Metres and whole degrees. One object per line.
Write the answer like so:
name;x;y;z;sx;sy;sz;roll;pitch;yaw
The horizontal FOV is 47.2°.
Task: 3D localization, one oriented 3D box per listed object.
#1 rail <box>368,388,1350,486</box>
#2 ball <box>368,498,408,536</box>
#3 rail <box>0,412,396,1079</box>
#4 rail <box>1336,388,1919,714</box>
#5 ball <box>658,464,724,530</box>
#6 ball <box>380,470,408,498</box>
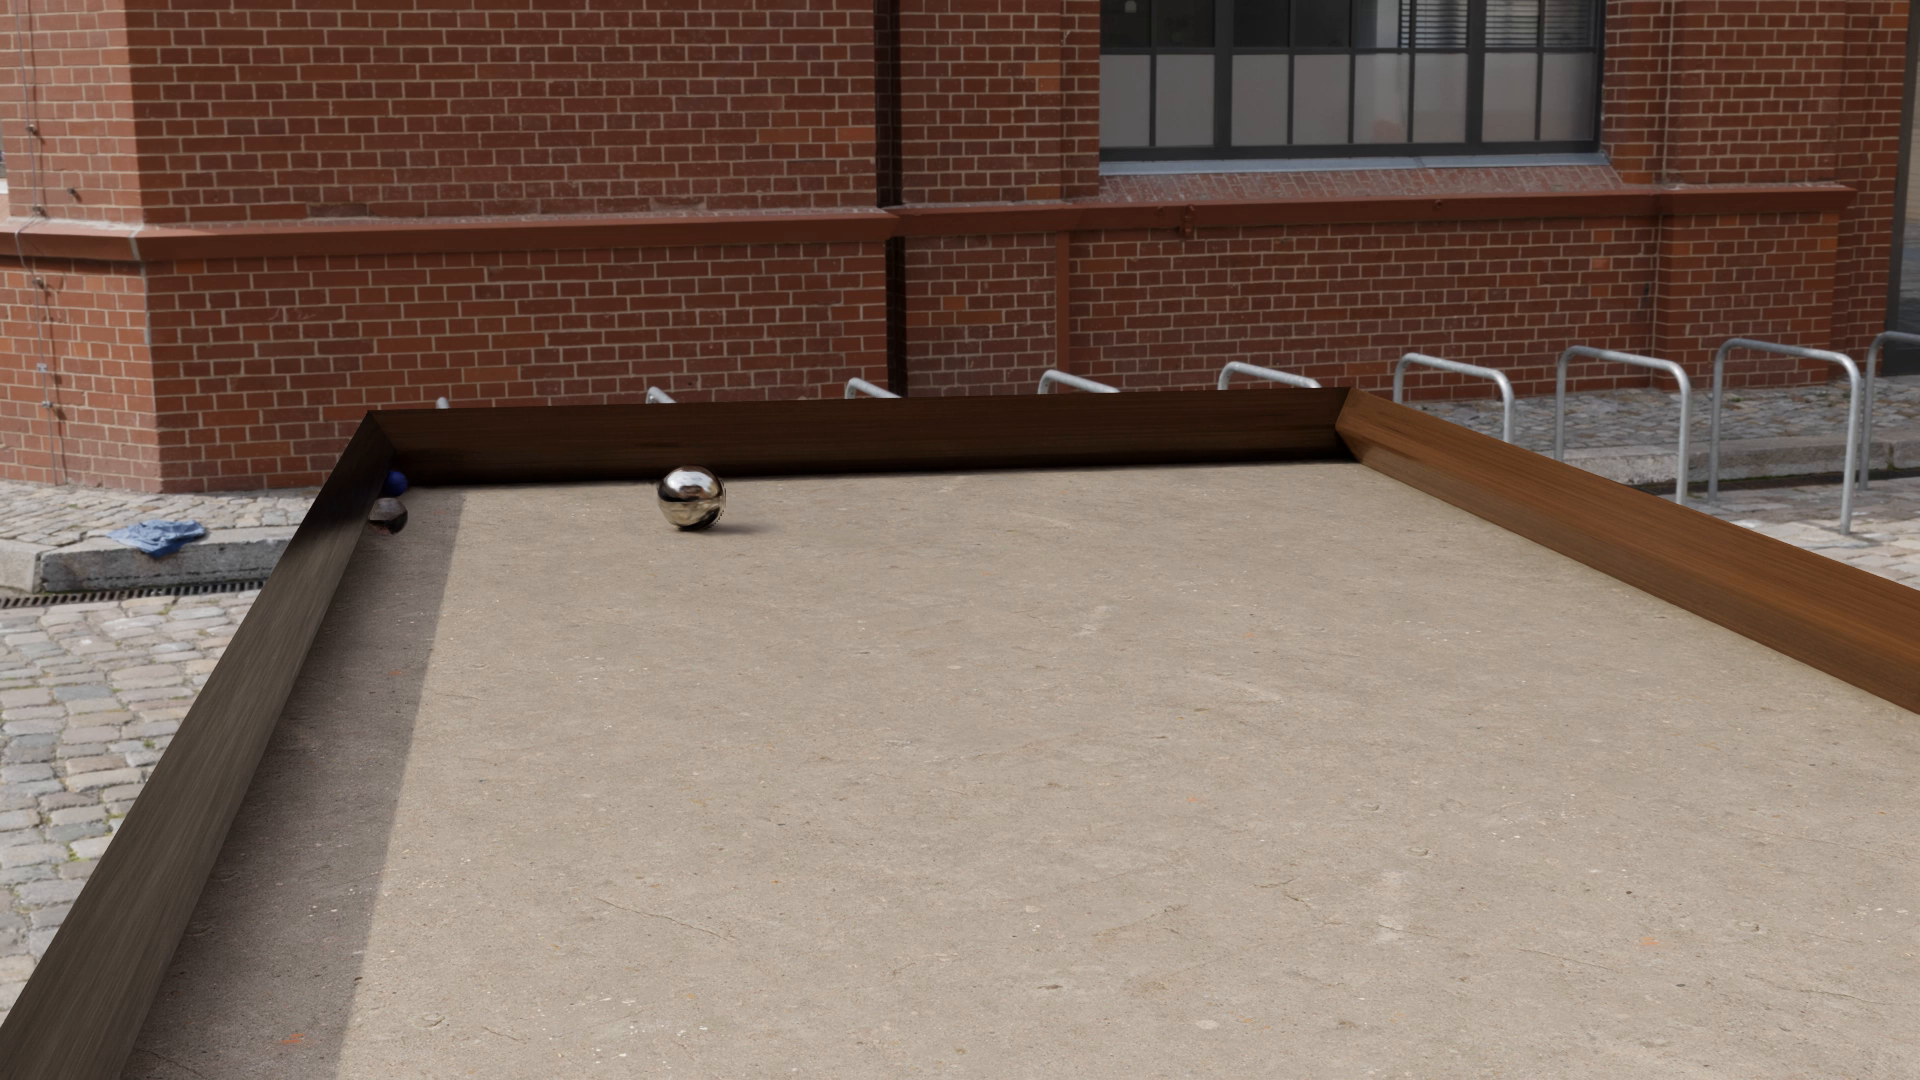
rail;-0.135;-0.177;3.772;1.708;0.127;0.045;-2;11;-10
ball;-0.843;-0.034;3.240;0.058;0.058;0.058;0;11;0
rail;-0.678;0.149;2.144;0.045;0.127;3.122;-2;11;-10
rail;0.956;0.091;2.434;0.045;0.127;3.122;-2;11;-10
ball;-0.403;-0.064;3.287;0.098;0.098;0.098;0;11;0
ball;-0.917;-0.091;3.564;0.044;0.044;0.044;0;11;0
